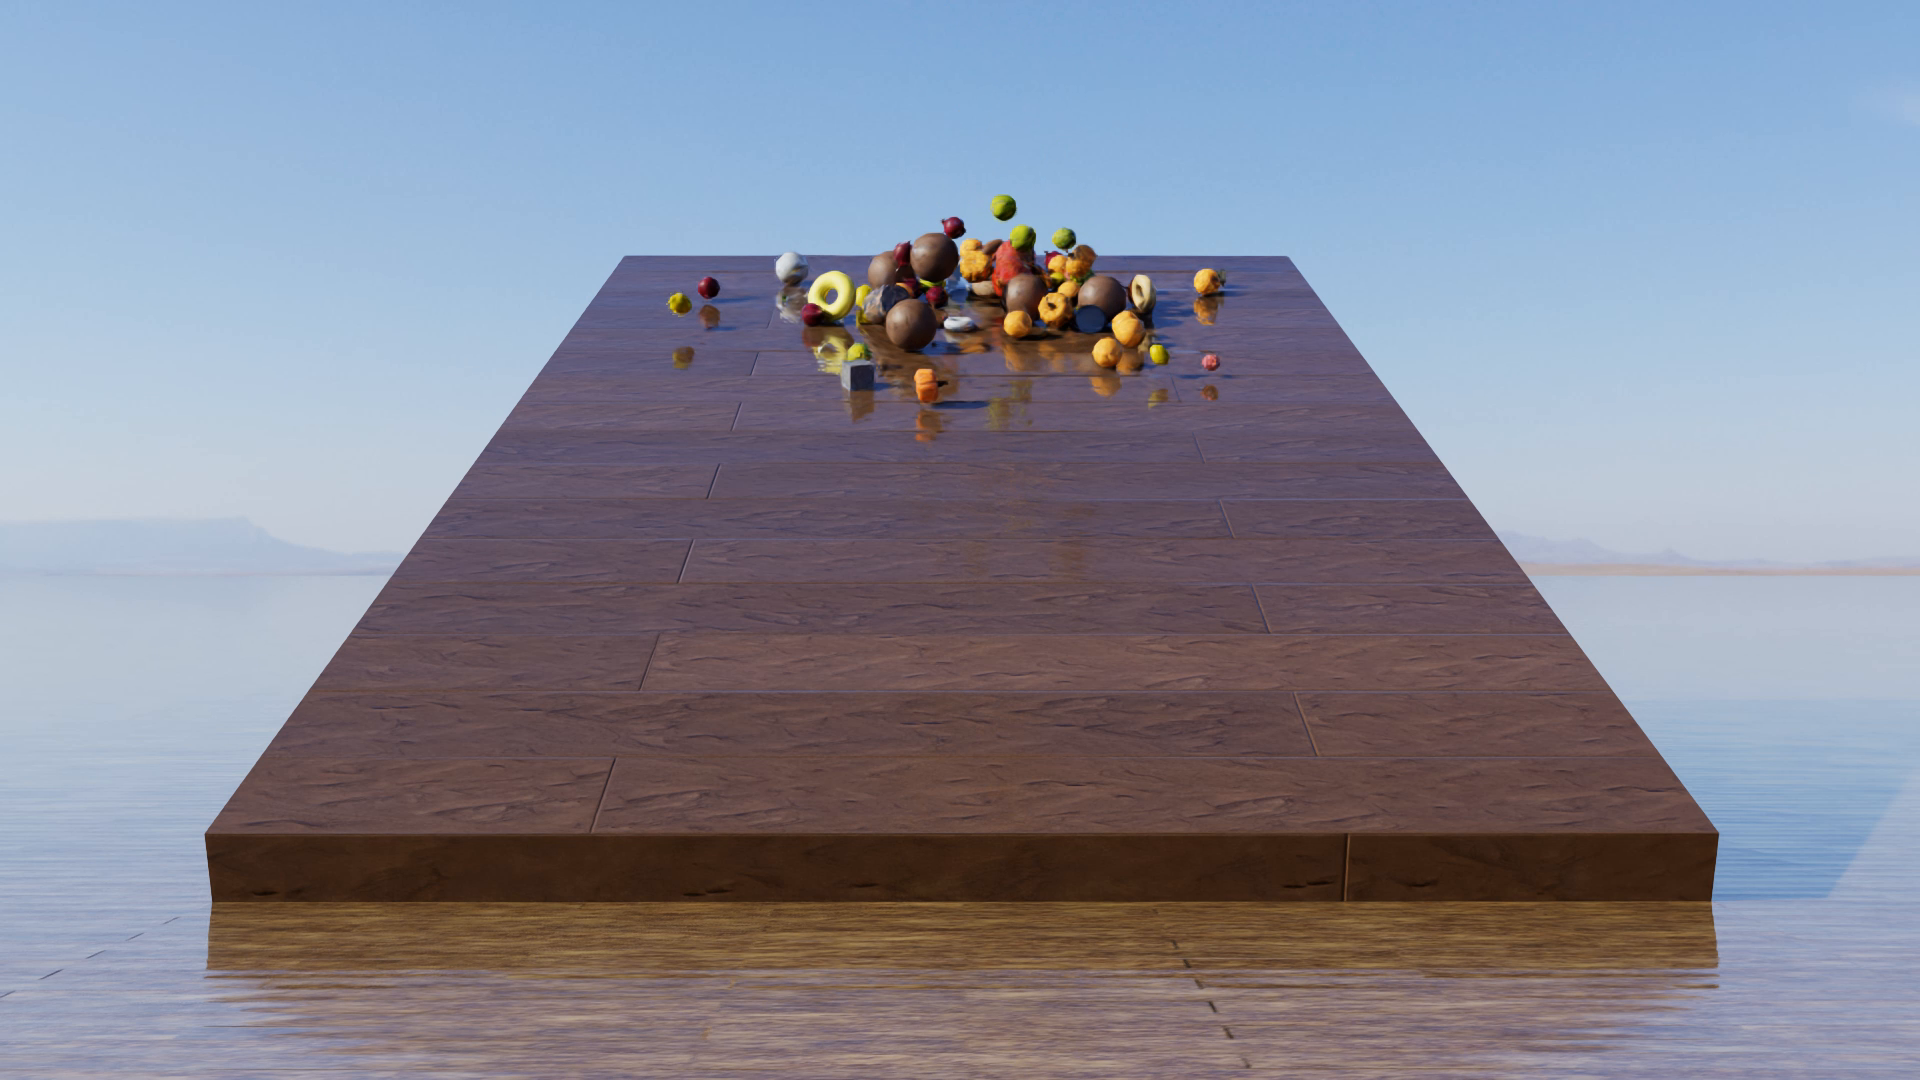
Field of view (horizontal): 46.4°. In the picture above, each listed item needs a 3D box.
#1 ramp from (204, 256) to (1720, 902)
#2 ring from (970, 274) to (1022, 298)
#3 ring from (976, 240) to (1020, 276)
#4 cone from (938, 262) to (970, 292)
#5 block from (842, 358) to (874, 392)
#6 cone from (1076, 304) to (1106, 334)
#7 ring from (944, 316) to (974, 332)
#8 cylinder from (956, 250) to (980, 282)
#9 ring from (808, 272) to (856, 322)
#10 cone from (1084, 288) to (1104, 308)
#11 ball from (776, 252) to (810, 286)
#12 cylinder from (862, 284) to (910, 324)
[{"bbox_3d":[-0.004,-0.188,4.872,2.000,0.100,4.000,0,18,0],"label":"ramp"},{"bbox_3d":[0.100,-0.704,6.211,0.144,0.048,0.144,-1,19,0],"label":"ring"},{"bbox_3d":[0.108,-0.787,6.339,0.128,0.128,0.043,0,14,-16],"label":"ring"},{"bbox_3d":[0.001,-0.723,6.279,0.090,0.090,0.090,-1,-14,42],"label":"cone"},{"bbox_3d":[-0.238,-0.385,5.216,0.059,0.059,0.059,-8,20,-22],"label":"block"},{"bbox_3d":[0.332,-0.562,5.797,0.077,0.077,0.077,0,-8,-6],"label":"cone"},{"bbox_3d":[-0.002,-0.560,5.802,0.081,0.027,0.081,1,19,0],"label":"ring"},{"bbox_3d":[0.036,-0.782,6.398,0.078,0.078,0.078,0,18,22],"label":"cylinder"},{"bbox_3d":[-0.336,-0.639,5.880,0.137,0.137,0.046,0,-9,28],"label":"ring"},{"bbox_3d":[0.373,-0.656,6.040,0.061,0.061,0.061,0,16,28],"label":"cone"},{"bbox_3d":[-0.473,-0.767,6.325,0.094,0.094,0.094,0,-1,0],"label":"ball"},{"bbox_3d":[-0.190,-0.610,5.803,0.090,0.090,0.090,1,-7,-34],"label":"cylinder"}]
